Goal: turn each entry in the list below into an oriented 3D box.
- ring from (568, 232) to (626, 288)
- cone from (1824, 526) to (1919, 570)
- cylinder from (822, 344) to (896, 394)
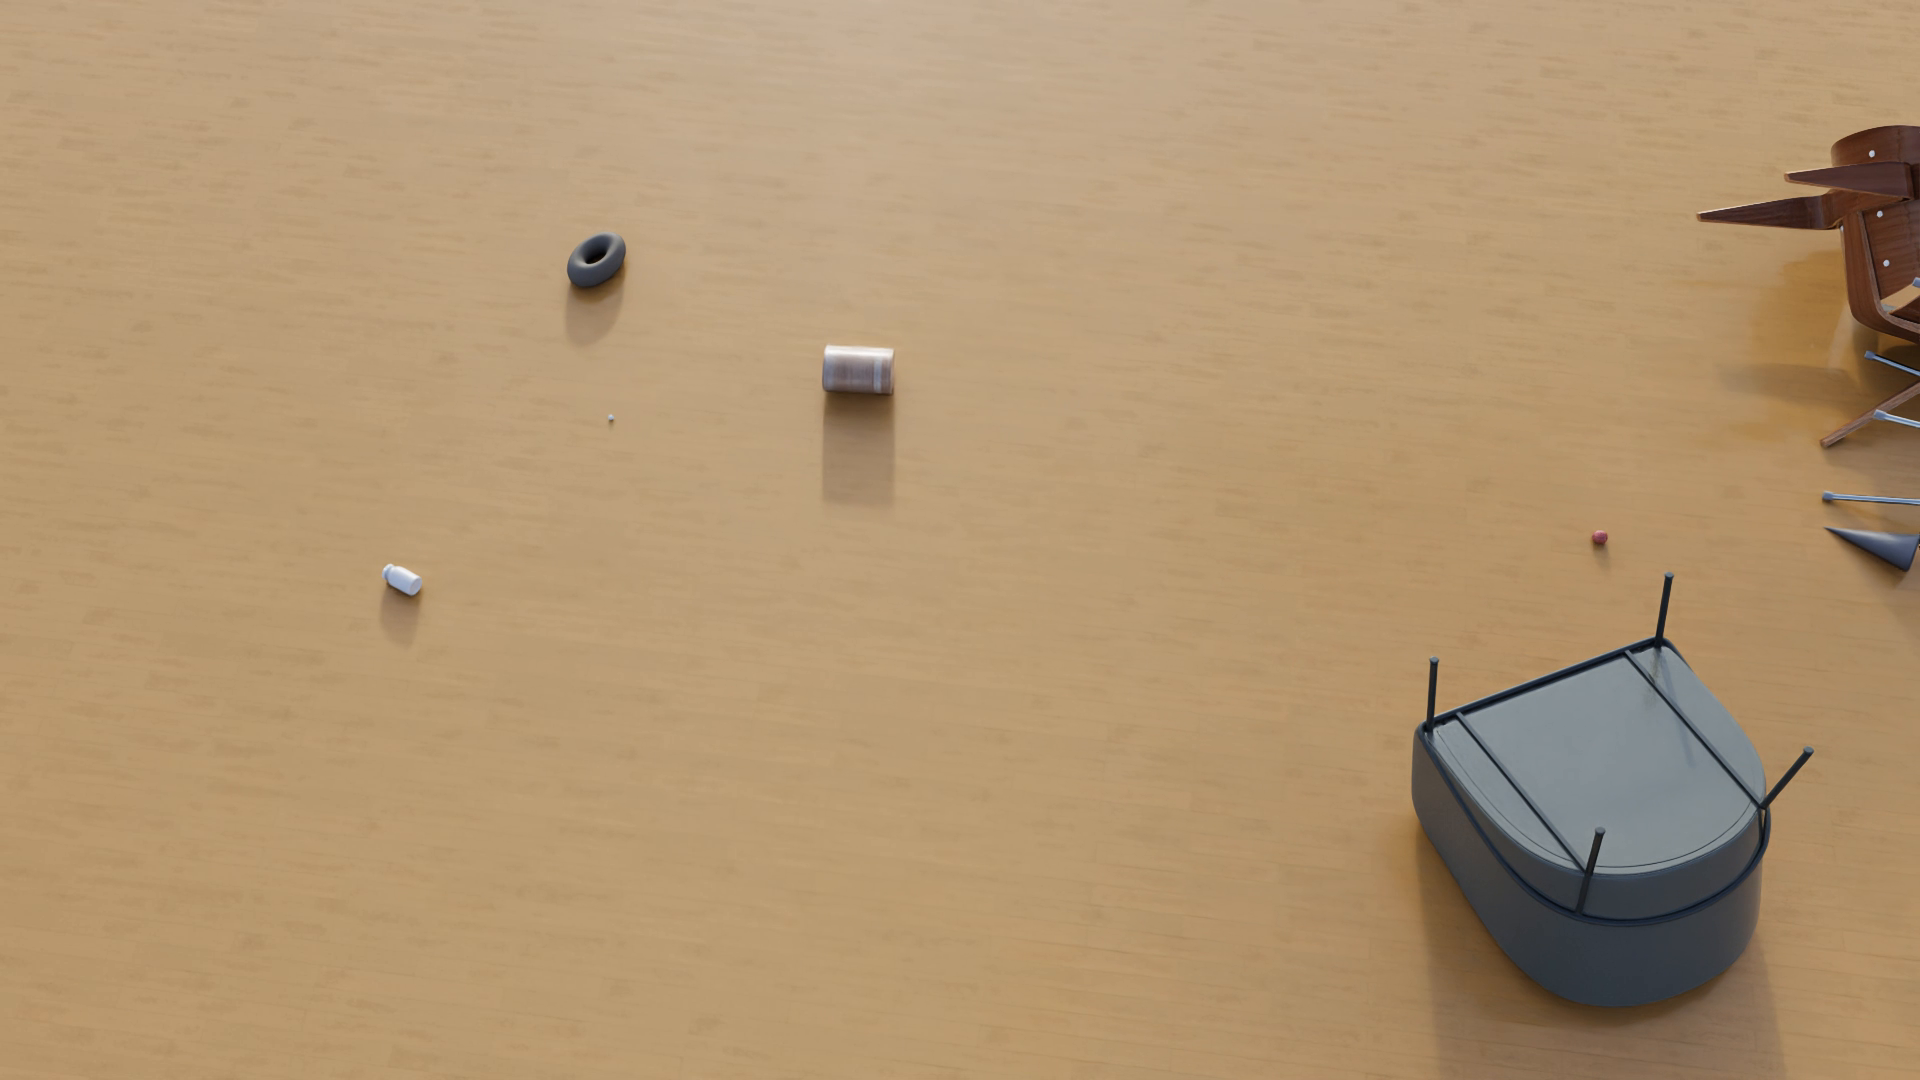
[{"bbox_3d":[-1.180,-0.912,7.140,0.155,0.077,0.235,28,59,19],"label":"ring"},{"bbox_3d":[2.703,0.000,6.543,0.264,0.104,0.124,19,51,26],"label":"cone"},{"bbox_3d":[-0.315,-0.533,6.851,0.211,0.129,0.168,3,38,2],"label":"cylinder"}]
